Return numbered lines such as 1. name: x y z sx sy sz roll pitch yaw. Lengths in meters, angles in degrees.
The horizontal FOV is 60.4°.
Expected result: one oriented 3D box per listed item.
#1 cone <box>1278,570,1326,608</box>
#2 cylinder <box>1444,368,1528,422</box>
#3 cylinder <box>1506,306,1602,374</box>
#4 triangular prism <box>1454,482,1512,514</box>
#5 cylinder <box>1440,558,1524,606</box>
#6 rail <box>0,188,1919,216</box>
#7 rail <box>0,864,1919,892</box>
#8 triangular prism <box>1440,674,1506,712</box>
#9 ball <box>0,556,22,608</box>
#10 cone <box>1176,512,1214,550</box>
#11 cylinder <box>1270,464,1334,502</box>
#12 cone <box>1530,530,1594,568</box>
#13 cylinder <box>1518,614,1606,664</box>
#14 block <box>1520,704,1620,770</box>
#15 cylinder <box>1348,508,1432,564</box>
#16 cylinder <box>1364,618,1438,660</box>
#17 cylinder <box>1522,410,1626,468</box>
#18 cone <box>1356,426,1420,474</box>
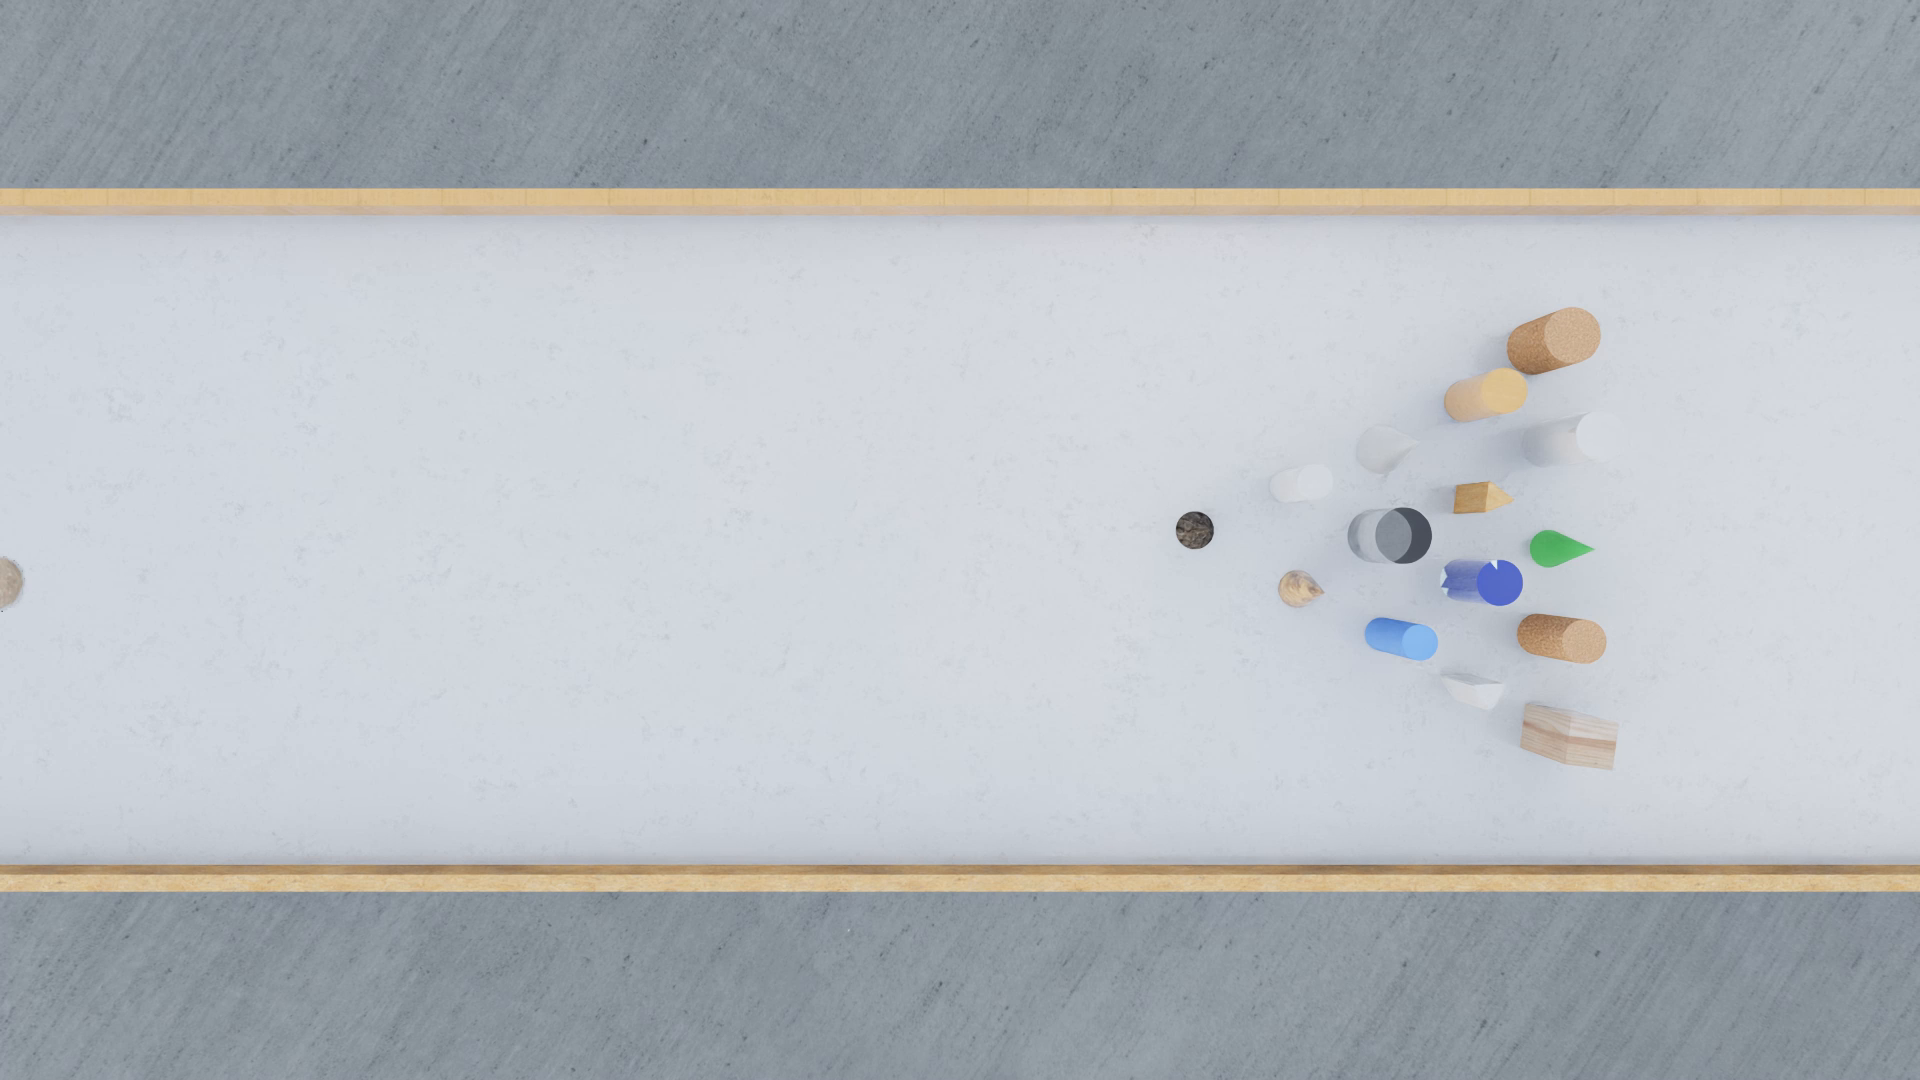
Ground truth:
1. cone: 1.038 0.151 4.882 0.117 0.389 0.117 0 90 0
2. cylinder: 1.555 -0.427 4.892 0.131 0.369 0.131 0 90 0
3. cylinder: 1.764 -0.590 4.912 0.163 0.329 0.163 0 90 0
4. triangular prism: 1.546 -0.134 4.922 0.089 0.308 0.077 -22 90 0
5. cylinder: 1.544 0.123 4.895 0.133 0.363 0.133 0 90 0
6. rail: -2.247 -1.025 5.002 12.000 0.150 0.050 0 90 0
7. rail: -2.247 1.025 5.001 12.000 0.150 0.050 0 90 0
8. triangular prism: 1.532 0.434 4.902 0.076 0.348 0.088 -32 90 0
9. ball: -2.934 0.130 4.993 0.166 0.166 0.166 0 90 0
10. cone: 0.723 -0.030 4.926 0.118 0.301 0.118 0 90 0
11. cylinder: 1.004 -0.165 4.867 0.101 0.419 0.101 0 90 0
12. cone: 1.812 0.027 4.889 0.116 0.375 0.116 0 90 0
13. cylinder: 1.778 0.290 4.886 0.127 0.381 0.127 0 90 0
14. block: 1.800 0.580 4.886 0.137 0.380 0.137 8 90 0
15. cylinder: 1.274 -0.012 4.907 0.164 0.339 0.164 0 90 0
16. cylinder: 1.297 0.290 4.863 0.103 0.426 0.103 0 90 0
17. cylinder: 1.798 -0.294 4.852 0.141 0.450 0.141 0 90 0
18. cone: 1.296 -0.279 4.861 0.151 0.431 0.151 0 90 0
